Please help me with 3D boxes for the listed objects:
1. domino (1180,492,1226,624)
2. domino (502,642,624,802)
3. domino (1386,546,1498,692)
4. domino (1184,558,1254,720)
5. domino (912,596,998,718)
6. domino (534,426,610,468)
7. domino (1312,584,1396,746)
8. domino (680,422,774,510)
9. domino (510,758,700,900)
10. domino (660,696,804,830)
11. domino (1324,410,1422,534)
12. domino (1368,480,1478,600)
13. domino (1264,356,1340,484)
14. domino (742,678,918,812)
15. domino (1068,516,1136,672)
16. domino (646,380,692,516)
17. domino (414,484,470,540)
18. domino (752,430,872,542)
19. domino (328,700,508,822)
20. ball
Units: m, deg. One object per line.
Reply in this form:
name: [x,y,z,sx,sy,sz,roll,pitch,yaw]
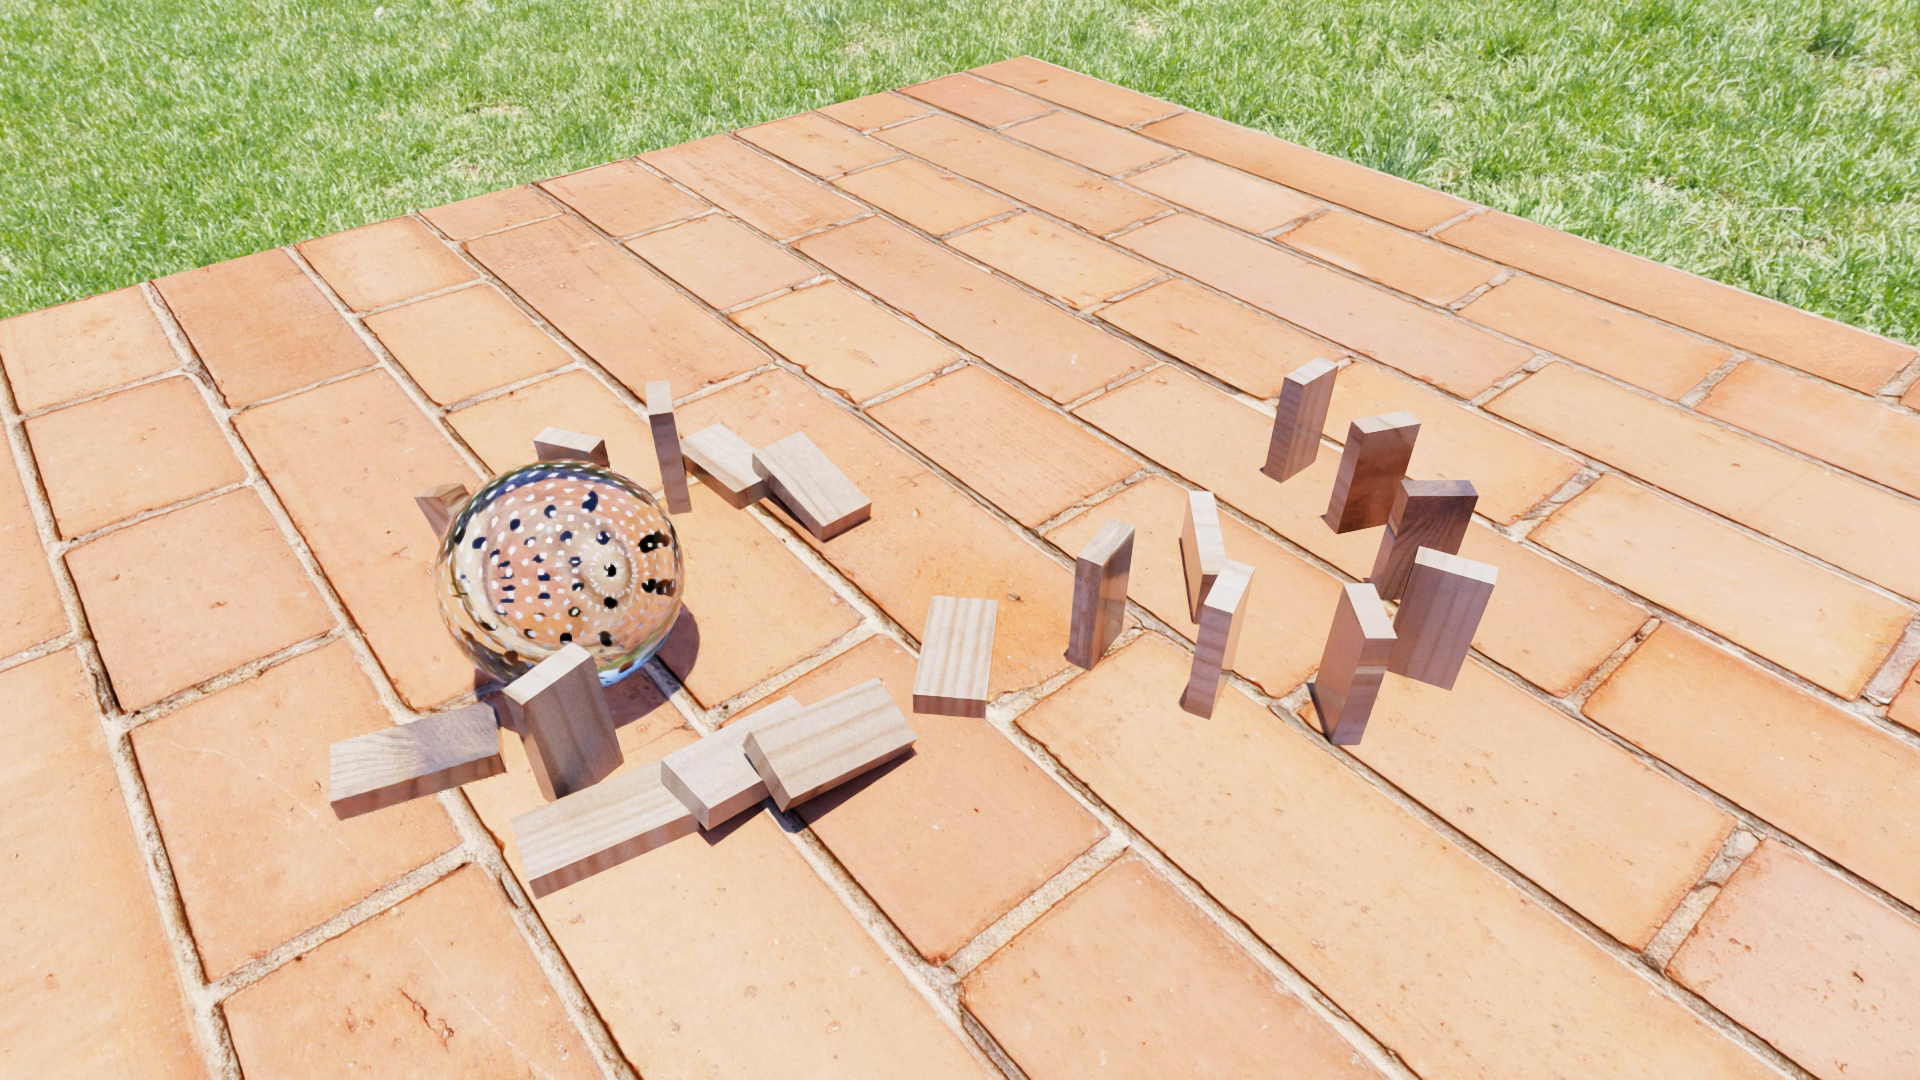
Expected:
domino: [0.094,0.006,0.424,0.010,0.025,0.050,2,39,3]
domino: [-0.122,0.058,0.340,0.009,0.050,0.025,25,46,28]
domino: [0.163,0.028,0.378,0.025,0.050,0.010,18,42,20]
domino: [0.087,0.034,0.370,0.010,0.050,0.025,18,43,21]
domino: [-0.001,0.041,0.393,0.025,0.010,0.050,4,39,5]
domino: [-0.149,-0.019,0.435,0.025,0.050,0.009,12,41,15]
domino: [0.129,0.041,0.361,0.010,0.050,0.025,0,39,0]
domino: [-0.102,-0.033,0.484,0.025,0.010,0.050,-31,48,-32]
domino: [-0.109,0.087,0.337,0.050,0.009,0.025,-20,43,-22]
domino: [-0.066,0.070,0.350,0.025,0.009,0.050,35,40,31]
domino: [0.166,-0.027,0.444,0.025,0.050,0.010,-11,41,-13]
domino: [0.172,0.001,0.411,0.025,0.050,0.009,0,39,0]
domino: [0.147,-0.051,0.474,0.025,0.050,0.010,-29,47,-30]
domino: [-0.041,0.064,0.350,0.050,0.010,0.025,-19,63,-40]
domino: [0.050,0.020,0.388,0.009,0.050,0.025,22,44,25]
domino: [-0.121,-0.038,0.458,0.009,0.050,0.025,-10,40,-12]
domino: [-0.178,0.004,0.402,0.025,0.050,0.009,3,31,45]
domino: [-0.063,-0.023,0.463,0.025,0.009,0.050,-29,60,-31]
domino: [-0.176,0.071,0.357,0.050,0.010,0.025,-15,42,-17]
ball: [-0.134,0.013,0.372,0.080,0.080,0.080,0,39,0]
